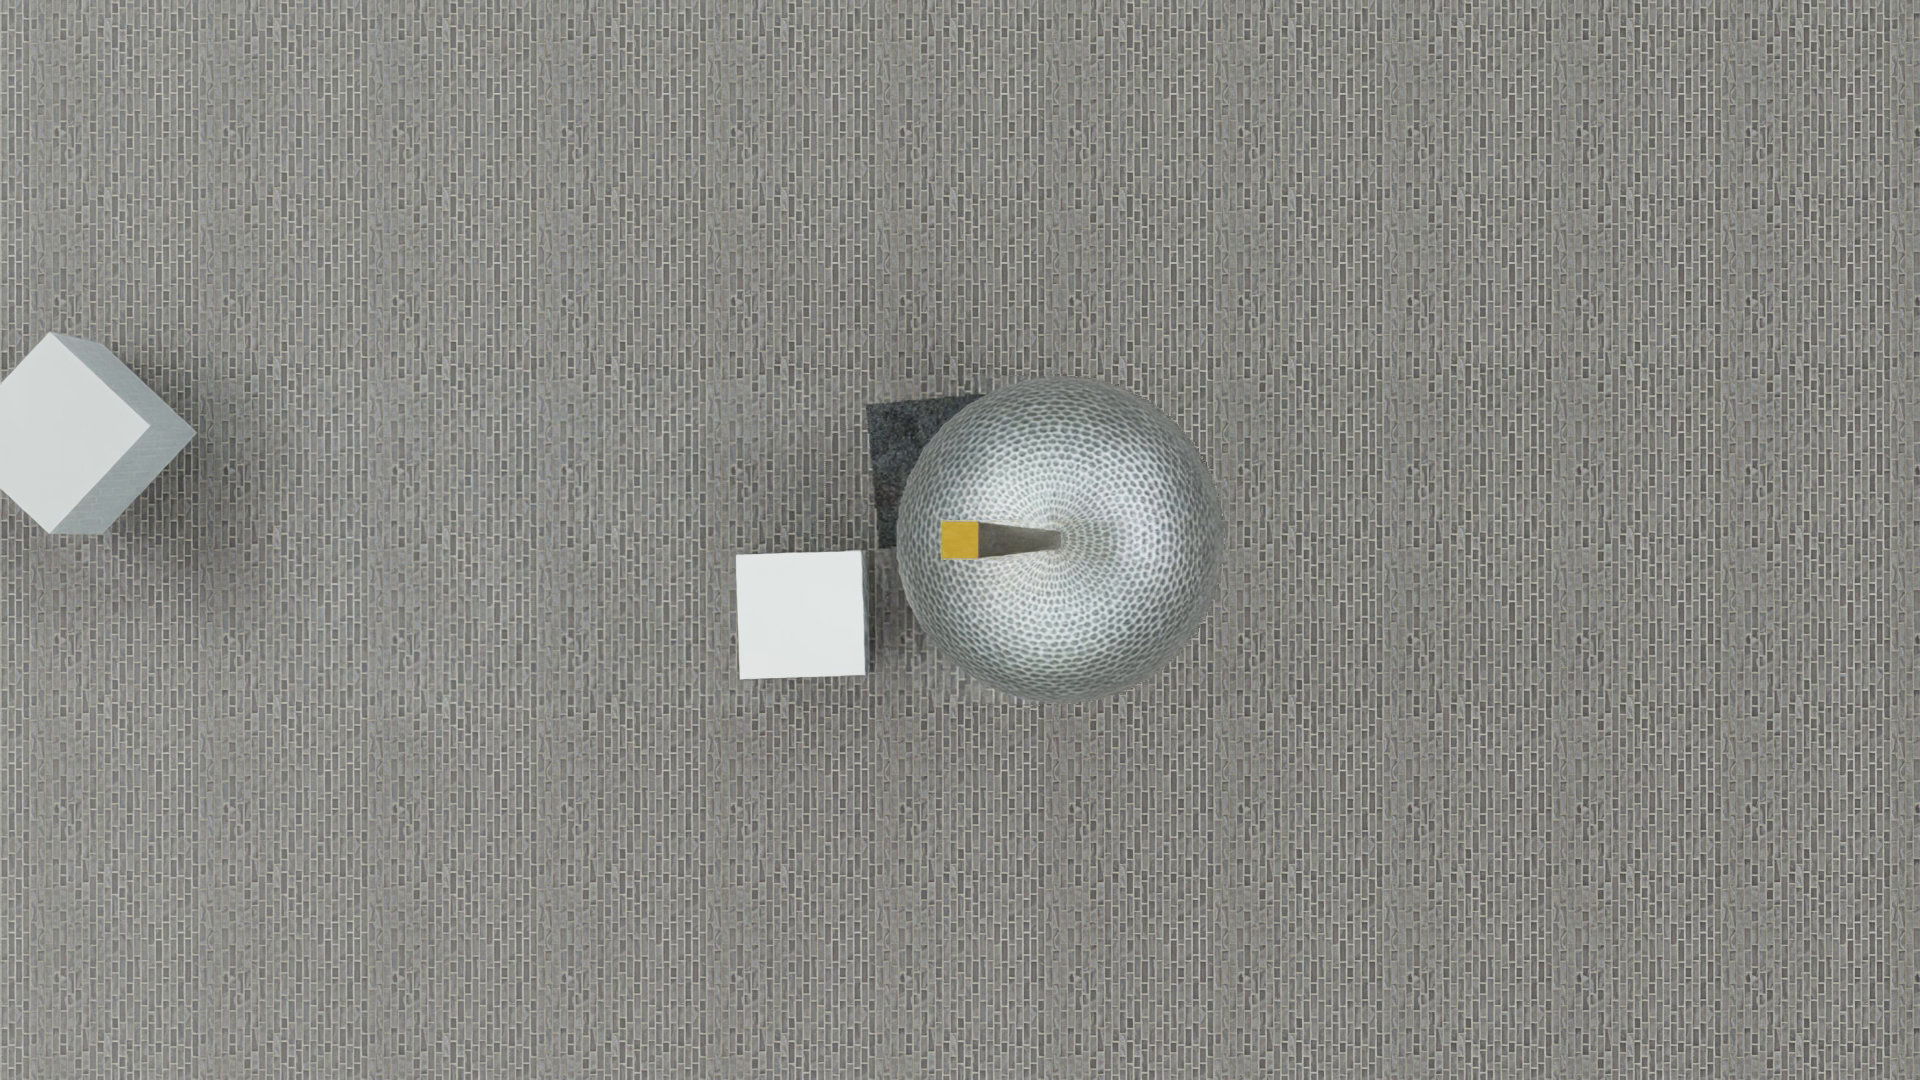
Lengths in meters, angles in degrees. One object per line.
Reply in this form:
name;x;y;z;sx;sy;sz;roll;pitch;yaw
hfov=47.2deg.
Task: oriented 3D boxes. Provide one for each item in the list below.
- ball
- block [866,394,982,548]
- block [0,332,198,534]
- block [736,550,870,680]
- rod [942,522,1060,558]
ball;0.482;0.000;10.781;1.600;1.600;1.600;0;90;0
block;-0.097;-0.392;12.652;0.787;0.695;0.808;-5;90;0
block;-5.069;-0.596;12.620;0.767;0.759;0.822;43;90;0
block;-0.894;0.420;12.663;0.703;0.673;0.696;-2;90;0
rod;0.209;0.000;7.392;0.080;5.200;0.080;0;90;5
